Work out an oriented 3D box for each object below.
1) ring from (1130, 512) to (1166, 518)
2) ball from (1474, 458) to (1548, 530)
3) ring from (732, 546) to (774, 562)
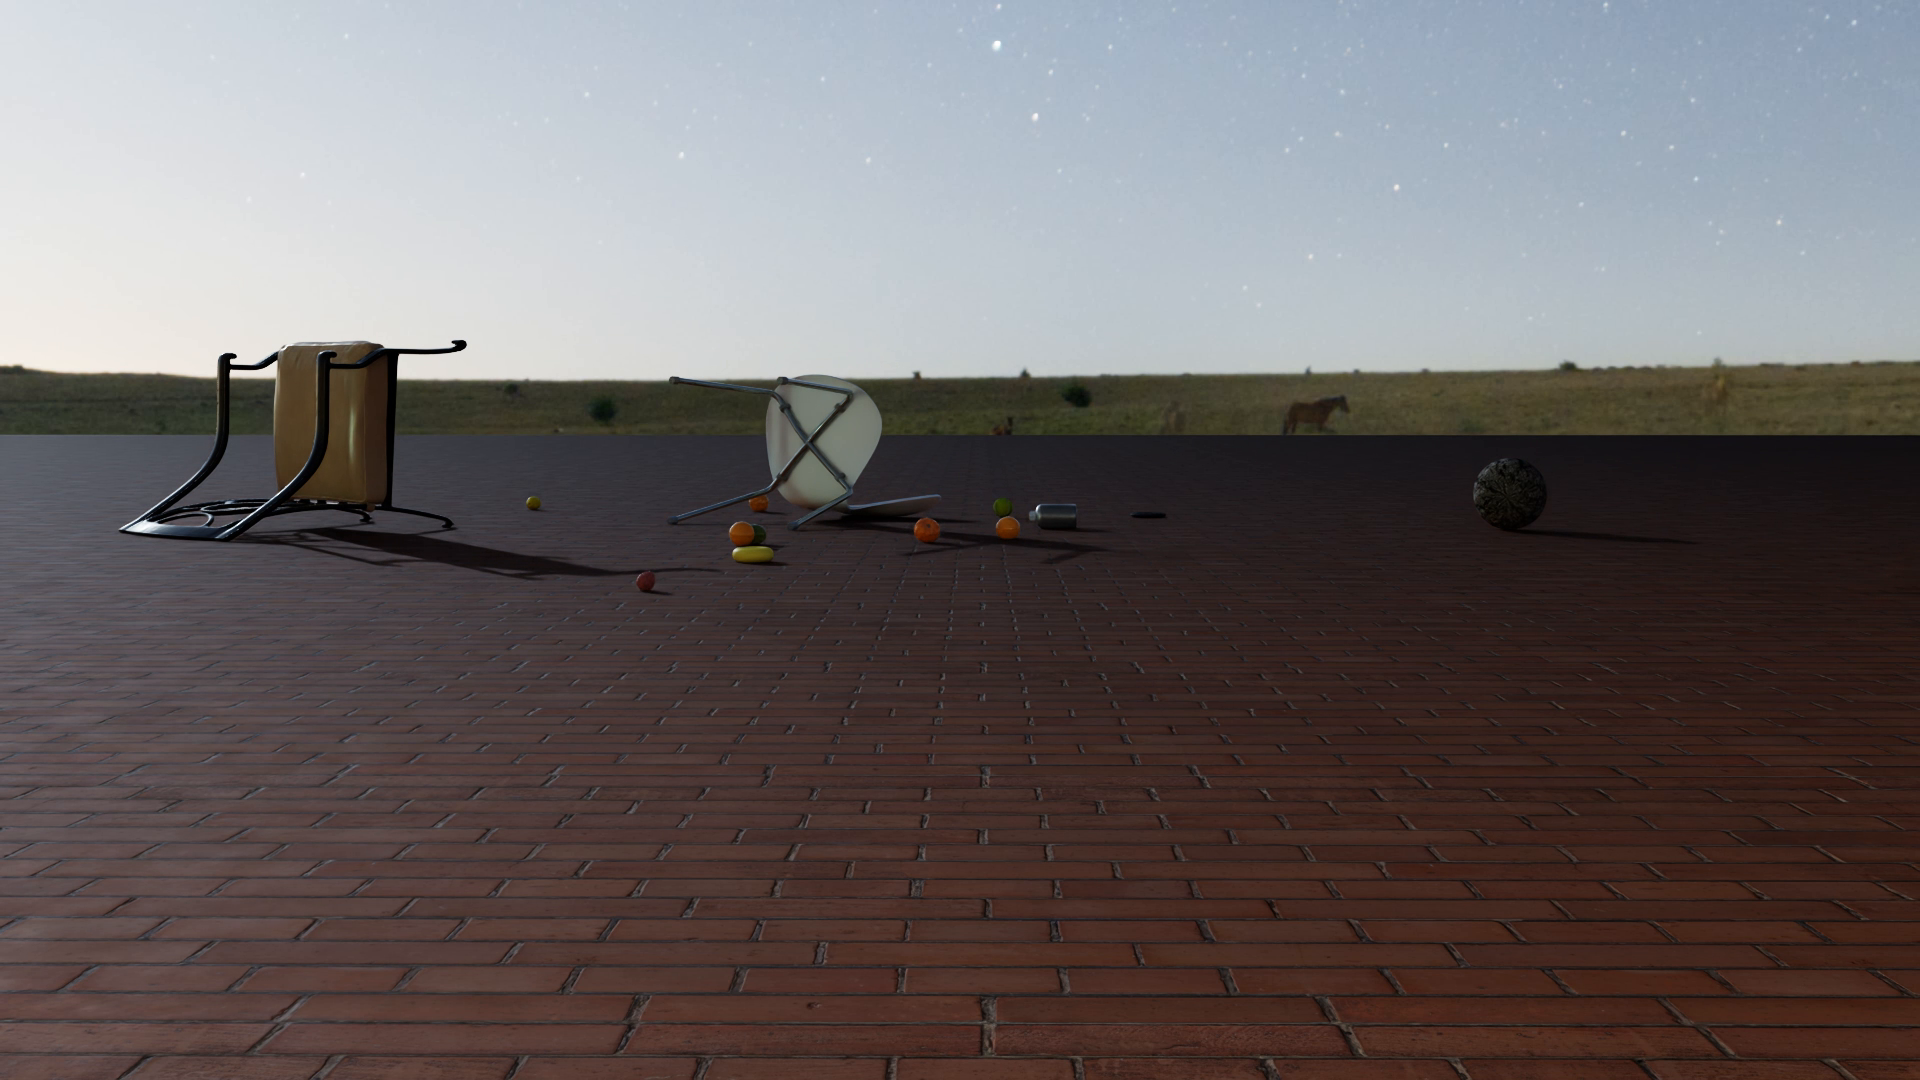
[{"bbox_3d":[0.661,-0.089,7.722,0.125,0.016,0.137,1,4,10],"label":"ring"},{"bbox_3d":[1.756,-0.147,7.018,0.230,0.230,0.230,0,4,0],"label":"ball"},{"bbox_3d":[-0.539,0.038,5.726,0.104,0.037,0.127,-3,4,-29],"label":"ring"}]
